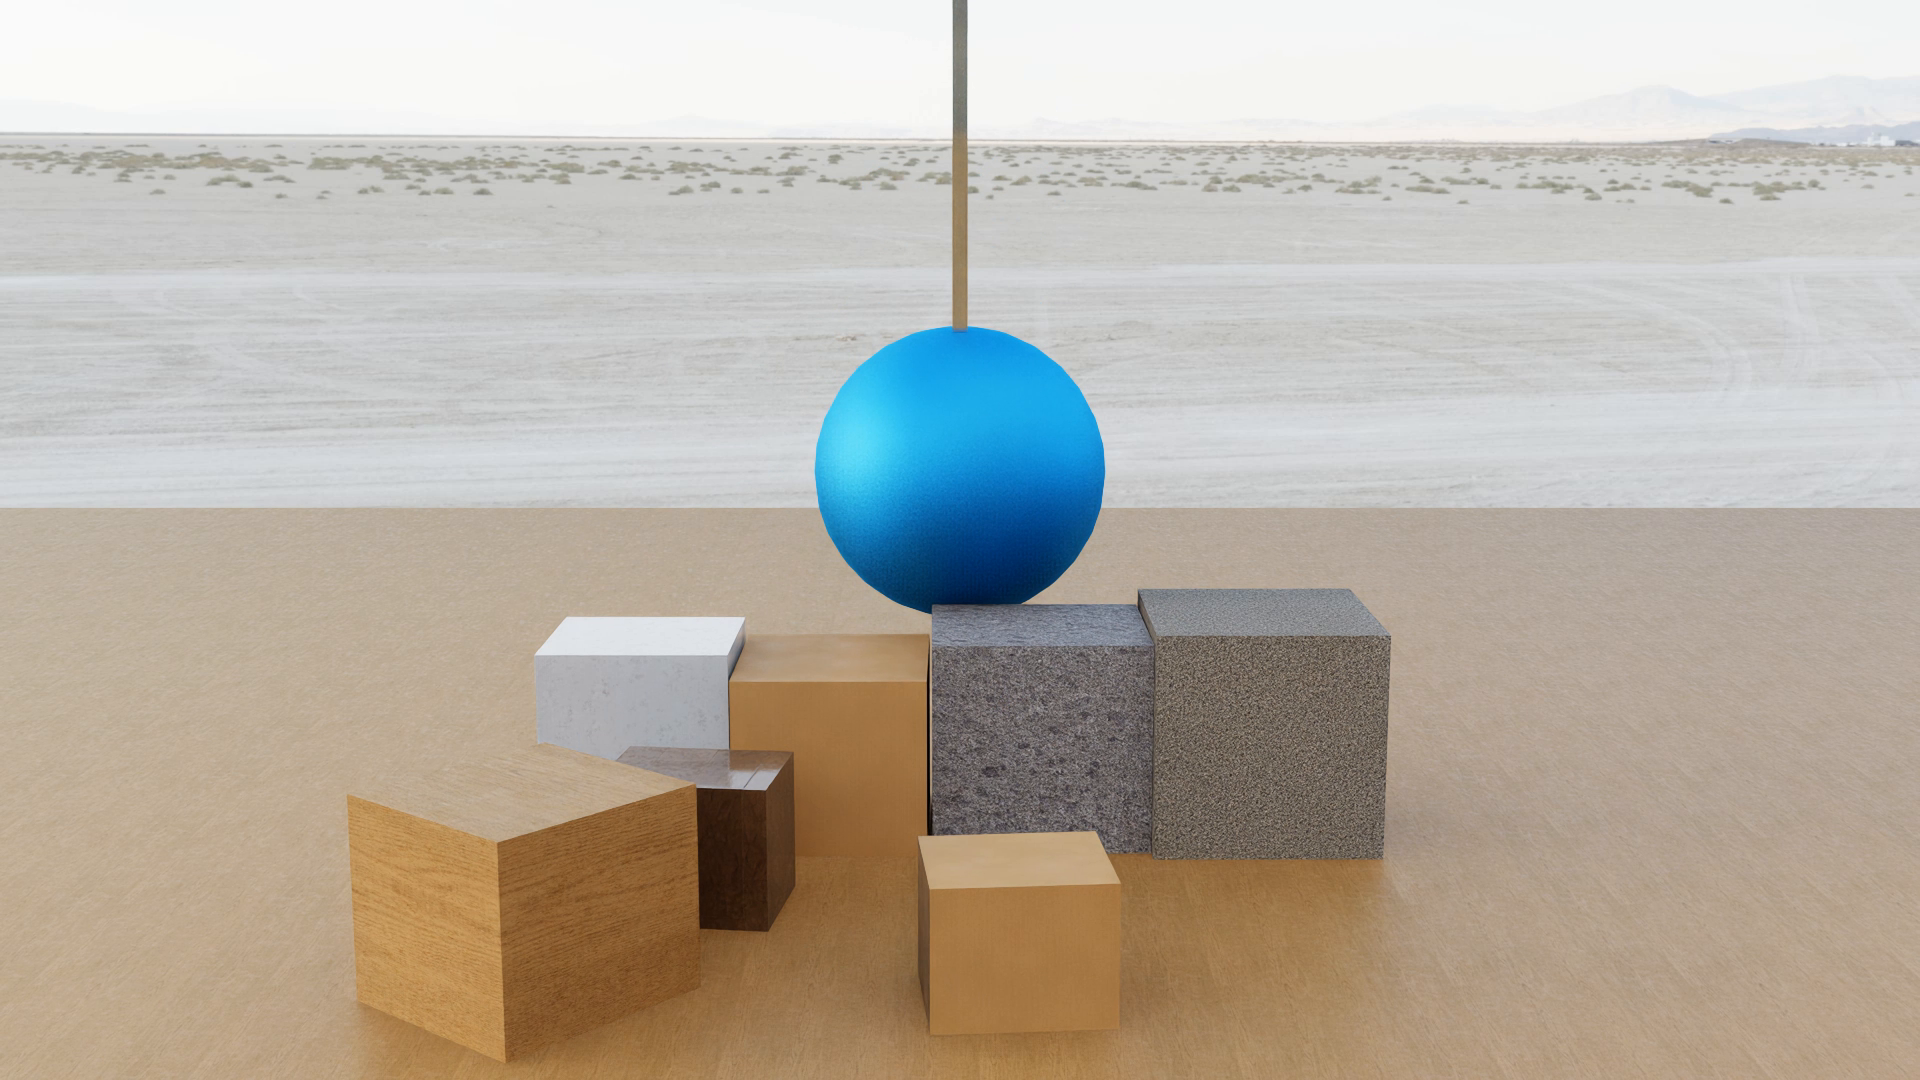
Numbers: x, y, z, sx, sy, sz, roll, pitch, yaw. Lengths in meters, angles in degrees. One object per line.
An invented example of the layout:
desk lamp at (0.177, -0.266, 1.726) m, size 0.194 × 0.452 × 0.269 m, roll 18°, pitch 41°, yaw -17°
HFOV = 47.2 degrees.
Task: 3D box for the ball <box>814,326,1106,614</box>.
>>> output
ball at (0.000, -0.375, 12.090) m, size 1.600 × 1.600 × 1.600 m, roll 0°, pitch 10°, yaw 0°

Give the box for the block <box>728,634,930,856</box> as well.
block at (-0.647, 1.038, 11.361) m, size 0.968 × 0.893 × 1.053 m, roll 0°, pitch 10°, yaw 0°

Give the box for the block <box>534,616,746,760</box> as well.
block at (-1.618, 0.983, 11.346) m, size 0.951 × 1.006 × 0.878 m, roll 0°, pitch 10°, yaw 0°

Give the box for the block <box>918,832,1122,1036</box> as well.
block at (0.229, 1.604, 9.046) m, size 0.759 × 0.608 × 0.673 m, roll -1°, pitch 10°, yaw -5°

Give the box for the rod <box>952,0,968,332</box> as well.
rod at (0.000, -3.579, 10.953) m, size 0.080 × 5.200 × 0.080 m, roll 0°, pitch 20°, yaw 0°

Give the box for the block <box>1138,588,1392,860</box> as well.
block at (1.523, 0.921, 11.332) m, size 1.137 × 1.134 × 1.136 m, roll 0°, pitch 10°, yaw 0°

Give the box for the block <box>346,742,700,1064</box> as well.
block at (-1.790, 1.454, 9.084) m, size 0.975 × 0.888 × 1.020 m, roll 9°, pitch 13°, yaw 40°

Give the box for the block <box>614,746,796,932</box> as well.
block at (-1.217, 1.371, 10.179) m, size 0.794 × 0.660 × 0.632 m, roll 1°, pitch 10°, yaw 7°

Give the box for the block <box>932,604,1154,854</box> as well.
block at (0.401, 0.953, 11.353) m, size 1.090 × 1.062 × 0.987 m, roll 0°, pitch 10°, yaw -1°
